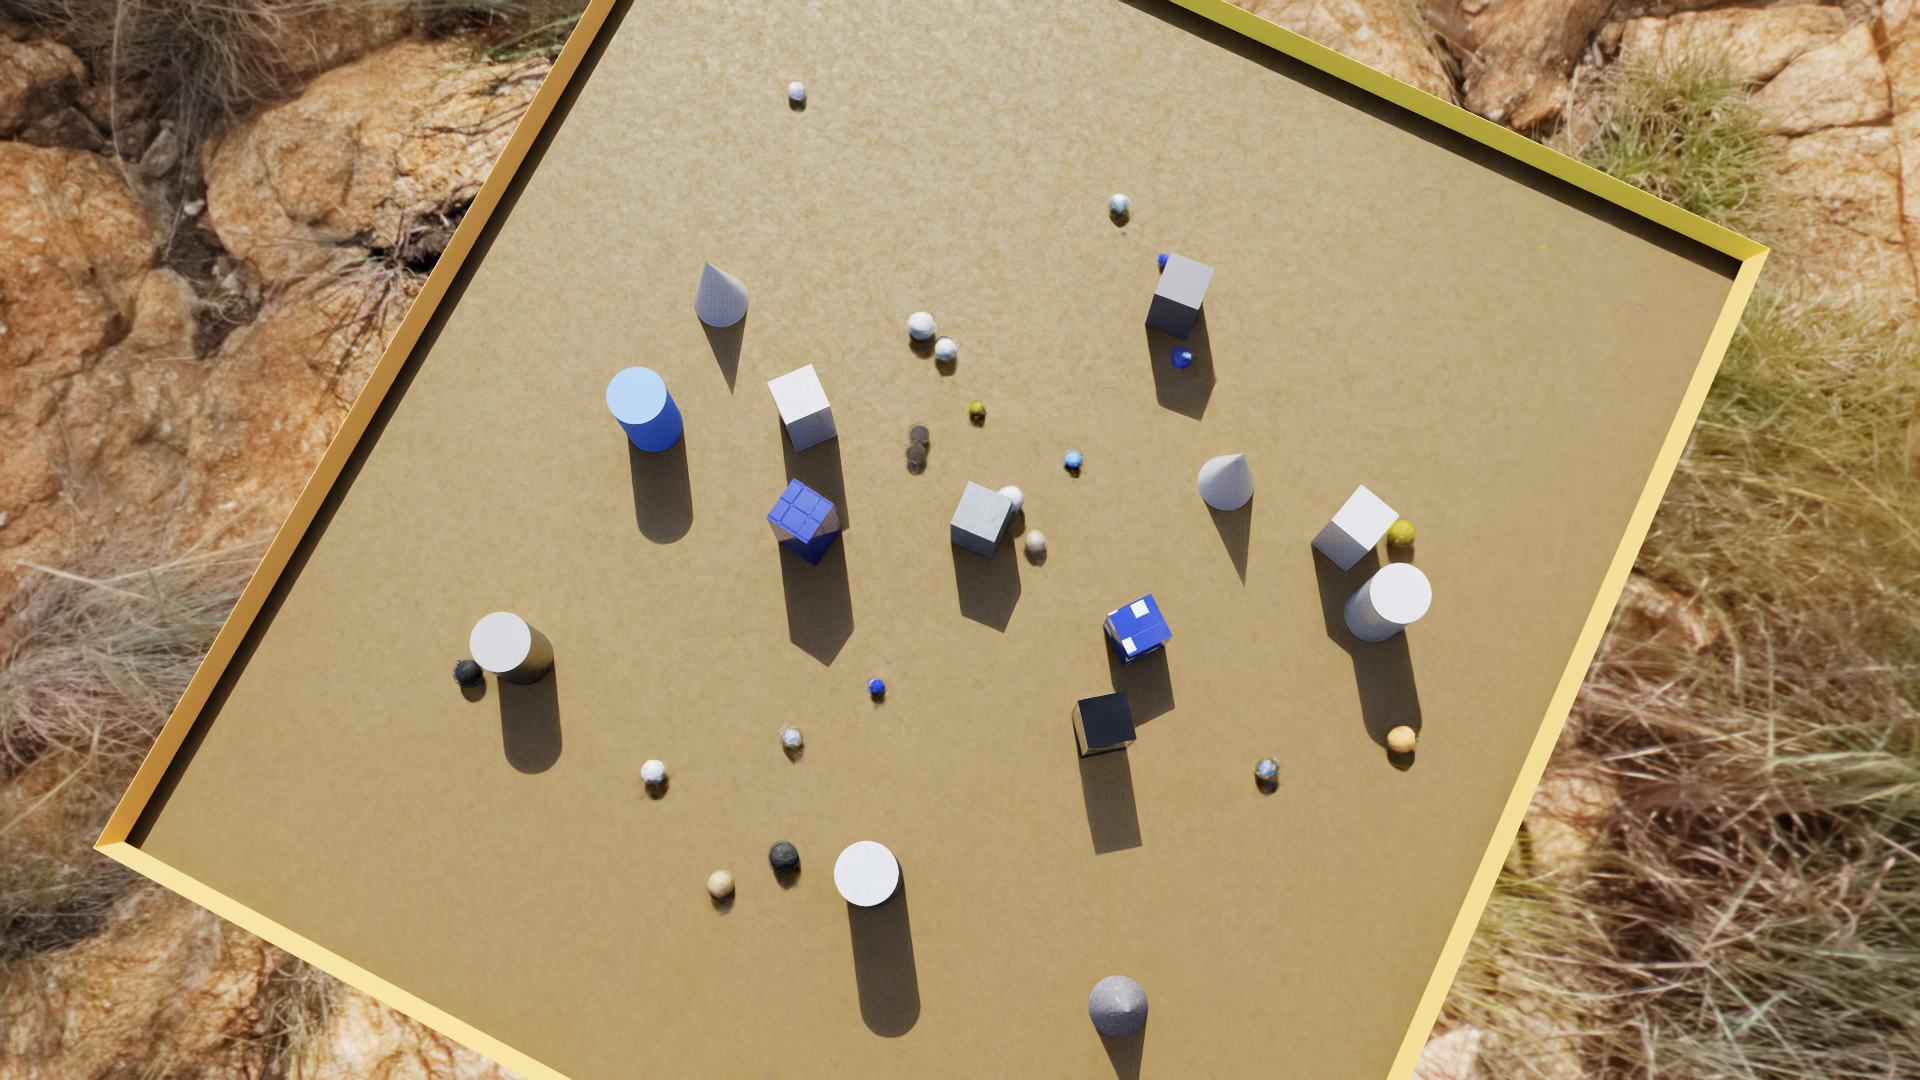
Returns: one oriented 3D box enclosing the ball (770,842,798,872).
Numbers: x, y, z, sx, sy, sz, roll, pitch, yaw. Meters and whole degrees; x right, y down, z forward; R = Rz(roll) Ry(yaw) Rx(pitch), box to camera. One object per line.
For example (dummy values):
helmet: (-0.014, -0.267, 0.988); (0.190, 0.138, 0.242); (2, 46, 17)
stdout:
ball: (-0.517, 0.930, 5.381); (0.084, 0.084, 0.084); (0, 78, 0)

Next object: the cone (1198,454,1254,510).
cone: (0.821, -0.213, 5.472); (0.175, 0.368, 0.175); (0, 78, 0)

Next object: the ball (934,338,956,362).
ball: (-0.045, -0.592, 5.702); (0.070, 0.070, 0.070); (0, 78, 0)

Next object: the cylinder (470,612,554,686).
cylinder: (-1.317, 0.322, 5.396); (0.175, 0.300, 0.175); (0, 78, 0)

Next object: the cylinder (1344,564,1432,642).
cylinder: (1.255, 0.188, 5.393); (0.175, 0.361, 0.175); (0, 78, 0)

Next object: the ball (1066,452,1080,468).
ball: (0.348, -0.246, 5.642); (0.048, 0.048, 0.048); (0, 78, 0)

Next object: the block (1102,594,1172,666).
block: (0.527, 0.270, 5.453); (0.140, 0.210, 0.140); (-25, 79, -5)

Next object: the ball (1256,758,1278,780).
ball: (0.911, 0.681, 5.440); (0.069, 0.069, 0.069); (0, 78, 0)

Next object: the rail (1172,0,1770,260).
rail: (0.860, -1.678, 5.904); (3.677, 0.114, 0.045); (26, 80, 5)

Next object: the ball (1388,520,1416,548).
ball: (1.343, -0.017, 5.576); (0.085, 0.085, 0.085); (0, 78, 0)

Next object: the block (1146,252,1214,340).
block: (0.671, -0.744, 5.619); (0.140, 0.295, 0.140); (22, 79, 4)

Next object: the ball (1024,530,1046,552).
ball: (0.230, 0.004, 5.581); (0.067, 0.067, 0.067); (0, 78, 0)

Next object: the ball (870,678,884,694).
ball: (-0.249, 0.440, 5.501); (0.047, 0.047, 0.047); (0, 78, 0)

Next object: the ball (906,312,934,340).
ball: (-0.122, -0.668, 5.709); (0.088, 0.088, 0.088); (0, 78, 0)

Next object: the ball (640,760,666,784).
ball: (-0.909, 0.688, 5.437); (0.073, 0.073, 0.073); (0, 78, 0)

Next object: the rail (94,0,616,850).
rail: (-1.623, -0.789, 5.720); (0.045, 0.114, 3.892); (26, 80, 5)

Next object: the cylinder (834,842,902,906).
cylinder: (-0.256, 0.952, 5.206); (0.175, 0.418, 0.175); (0, 78, 0)

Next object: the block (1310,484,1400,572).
block: (1.172, -0.032, 5.457); (0.140, 0.325, 0.140); (40, 81, 8)

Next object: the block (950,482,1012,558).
block: (0.063, -0.058, 5.497); (0.140, 0.257, 0.140); (23, 79, 5)

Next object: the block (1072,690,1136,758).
block: (0.417, 0.541, 5.341); (0.140, 0.320, 0.140); (-11, 79, -2)

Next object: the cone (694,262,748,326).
cone: (-0.752, -0.790, 5.599); (0.175, 0.354, 0.175); (0, 78, 0)

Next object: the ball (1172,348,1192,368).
ball: (0.692, -0.566, 5.700); (0.064, 0.064, 0.064); (0, 78, 0)

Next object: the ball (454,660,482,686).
ball: (-1.473, 0.397, 5.493); (0.080, 0.080, 0.080); (0, 78, 0)

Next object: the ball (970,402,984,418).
ball: (0.052, -0.402, 5.674); (0.049, 0.049, 0.049); (0, 78, 0)

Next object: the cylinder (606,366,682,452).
cylinder: (-0.948, -0.391, 5.530); (0.175, 0.326, 0.175); (0, 78, 0)

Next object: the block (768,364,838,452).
block: (-0.472, -0.394, 5.528); (0.140, 0.332, 0.140); (-24, 79, -5)

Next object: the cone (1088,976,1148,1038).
cone: (0.461, 1.324, 5.173); (0.175, 0.332, 0.175); (0, 78, 0)

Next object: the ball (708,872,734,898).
ball: (-0.703, 1.009, 5.369); (0.075, 0.075, 0.075); (0, 78, 0)

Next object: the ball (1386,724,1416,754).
ball: (1.313, 0.593, 5.451); (0.085, 0.085, 0.085); (0, 78, 0)

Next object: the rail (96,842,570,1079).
rail: (-0.860, 1.690, 5.208); (3.677, 0.114, 0.045); (26, 80, 5)

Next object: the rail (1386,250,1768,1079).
rail: (1.623, 0.801, 5.392); (0.045, 0.114, 3.892); (26, 80, 5)

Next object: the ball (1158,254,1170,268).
ball: (0.646, -0.882, 5.776); (0.044, 0.044, 0.044); (0, 78, 0)

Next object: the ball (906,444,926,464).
ball: (-0.137, -0.266, 5.640); (0.060, 0.060, 0.060); (0, 78, 0)

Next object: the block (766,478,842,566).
block: (-0.461, -0.049, 5.448); (0.140, 0.348, 0.140); (33, 80, 6)

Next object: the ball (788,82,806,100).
ball: (-0.524, -1.442, 5.884); (0.058, 0.058, 0.058); (0, 78, 0)

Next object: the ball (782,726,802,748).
ball: (-0.501, 0.587, 5.462); (0.064, 0.064, 0.064); (0, 78, 0)

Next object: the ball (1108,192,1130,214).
ball: (0.503, -1.067, 5.804); (0.064, 0.064, 0.064); (0, 78, 0)

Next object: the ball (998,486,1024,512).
ball: (0.154, -0.124, 5.579); (0.081, 0.081, 0.081); (0, 78, 0)

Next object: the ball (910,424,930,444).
ball: (-0.125, -0.324, 5.652); (0.061, 0.061, 0.061); (0, 78, 0)
